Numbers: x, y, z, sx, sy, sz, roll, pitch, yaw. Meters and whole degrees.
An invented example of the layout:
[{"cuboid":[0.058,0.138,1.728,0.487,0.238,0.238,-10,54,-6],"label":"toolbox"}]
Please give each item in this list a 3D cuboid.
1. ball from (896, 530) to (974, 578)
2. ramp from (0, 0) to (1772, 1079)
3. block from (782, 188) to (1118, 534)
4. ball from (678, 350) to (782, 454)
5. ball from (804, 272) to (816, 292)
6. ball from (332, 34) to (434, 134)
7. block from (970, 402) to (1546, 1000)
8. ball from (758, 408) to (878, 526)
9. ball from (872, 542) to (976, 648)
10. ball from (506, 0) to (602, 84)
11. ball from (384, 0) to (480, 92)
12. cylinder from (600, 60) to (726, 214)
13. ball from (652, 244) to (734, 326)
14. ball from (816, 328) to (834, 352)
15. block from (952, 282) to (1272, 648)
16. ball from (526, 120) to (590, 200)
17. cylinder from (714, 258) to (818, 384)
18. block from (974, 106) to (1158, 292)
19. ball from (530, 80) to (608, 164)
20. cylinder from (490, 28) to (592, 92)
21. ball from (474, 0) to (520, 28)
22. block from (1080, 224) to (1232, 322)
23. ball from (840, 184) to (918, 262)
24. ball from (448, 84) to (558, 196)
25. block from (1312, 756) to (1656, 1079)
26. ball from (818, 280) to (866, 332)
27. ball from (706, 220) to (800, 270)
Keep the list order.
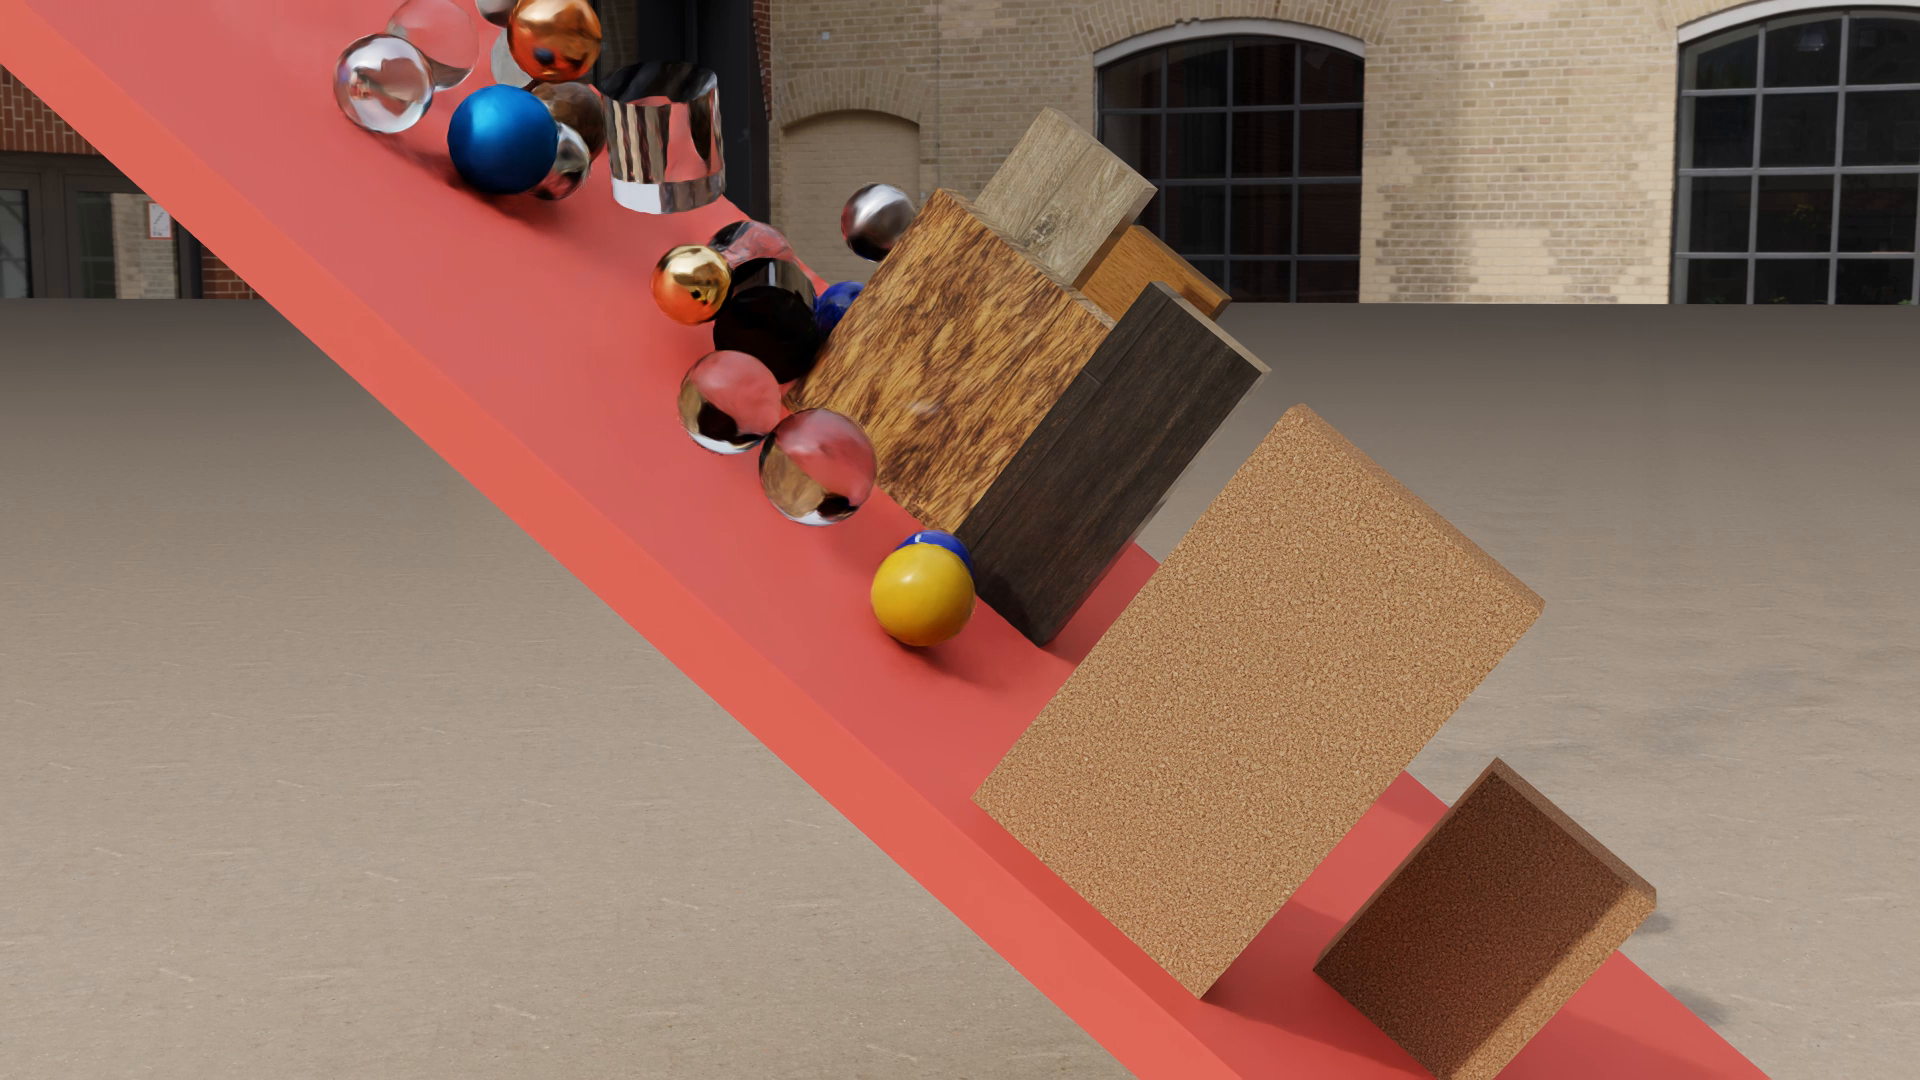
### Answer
[{"cuboid":[-0.047,0.053,3.626,0.140,0.140,0.140,0,7,0],"label":"ball"},{"cuboid":[-0.024,0.076,4.051,4.000,0.100,2.000,41,16,9],"label":"ramp"},{"cuboid":[-0.011,-0.316,4.064,0.430,0.502,0.110,41,16,9],"label":"block"},{"cuboid":[-0.380,-0.227,3.626,0.171,0.171,0.171,0,7,0],"label":"ball"},{"cuboid":[-0.360,-0.491,4.460,0.137,0.137,0.137,0,7,0],"label":"ball"},{"cuboid":[-1.007,-0.797,3.843,0.172,0.172,0.172,0,7,0],"label":"ball"},{"cuboid":[0.405,0.226,3.066,0.427,0.721,0.119,41,16,9],"label":"block"},{"cuboid":[-0.233,-0.119,3.604,0.194,0.194,0.194,0,7,0],"label":"ball"},{"cuboid":[-0.058,0.086,3.466,0.164,0.164,0.164,0,7,0],"label":"ball"},{"cuboid":[-0.761,-0.947,4.131,0.177,0.177,0.177,0,7,0],"label":"ball"},{"cuboid":[-1.019,-0.957,4.244,0.181,0.181,0.181,0,7,0],"label":"ball"},{"cuboid":[-0.533,-0.728,3.968,0.207,0.207,0.207,-1,34,1],"label":"cylinder"},{"cuboid":[-0.482,-0.460,3.964,0.148,0.148,0.148,0,7,0],"label":"ball"},{"cuboid":[-0.242,-0.340,4.285,0.143,0.143,0.143,0,7,0],"label":"ball"},{"cuboid":[0.249,-0.132,3.886,0.249,0.628,0.111,41,16,9],"label":"block"},{"cuboid":[-0.776,-0.720,4.171,0.149,0.149,0.149,0,7,0],"label":"ball"},{"cuboid":[-0.363,-0.411,4.131,0.193,0.193,0.193,0,23,-4],"label":"cylinder"},{"cuboid":[0.066,-0.489,4.338,0.251,0.705,0.115,41,16,9],"label":"block"},{"cuboid":[-0.789,-0.825,4.376,0.181,0.181,0.181,0,7,0],"label":"ball"},{"cuboid":[-0.900,-1.023,4.733,0.153,0.153,0.153,4,-3,31],"label":"cylinder"},{"cuboid":[-0.878,-1.046,4.241,0.113,0.113,0.113,0,7,0],"label":"ball"},{"cuboid":[0.308,-0.380,4.801,0.254,0.573,0.124,41,16,9],"label":"block"},{"cuboid":[-0.157,-0.623,4.323,0.153,0.153,0.153,0,7,0],"label":"ball"},{"cuboid":[-0.828,-0.725,3.985,0.197,0.197,0.197,0,7,0],"label":"ball"},{"cuboid":[0.814,0.607,3.424,0.312,0.431,0.104,41,16,9],"label":"block"},{"cuboid":[-0.221,-0.445,4.448,0.157,0.157,0.157,0,7,0],"label":"ball"},{"cuboid":[-0.411,-0.526,4.289,0.193,0.193,0.193,0,7,0],"label":"ball"}]
